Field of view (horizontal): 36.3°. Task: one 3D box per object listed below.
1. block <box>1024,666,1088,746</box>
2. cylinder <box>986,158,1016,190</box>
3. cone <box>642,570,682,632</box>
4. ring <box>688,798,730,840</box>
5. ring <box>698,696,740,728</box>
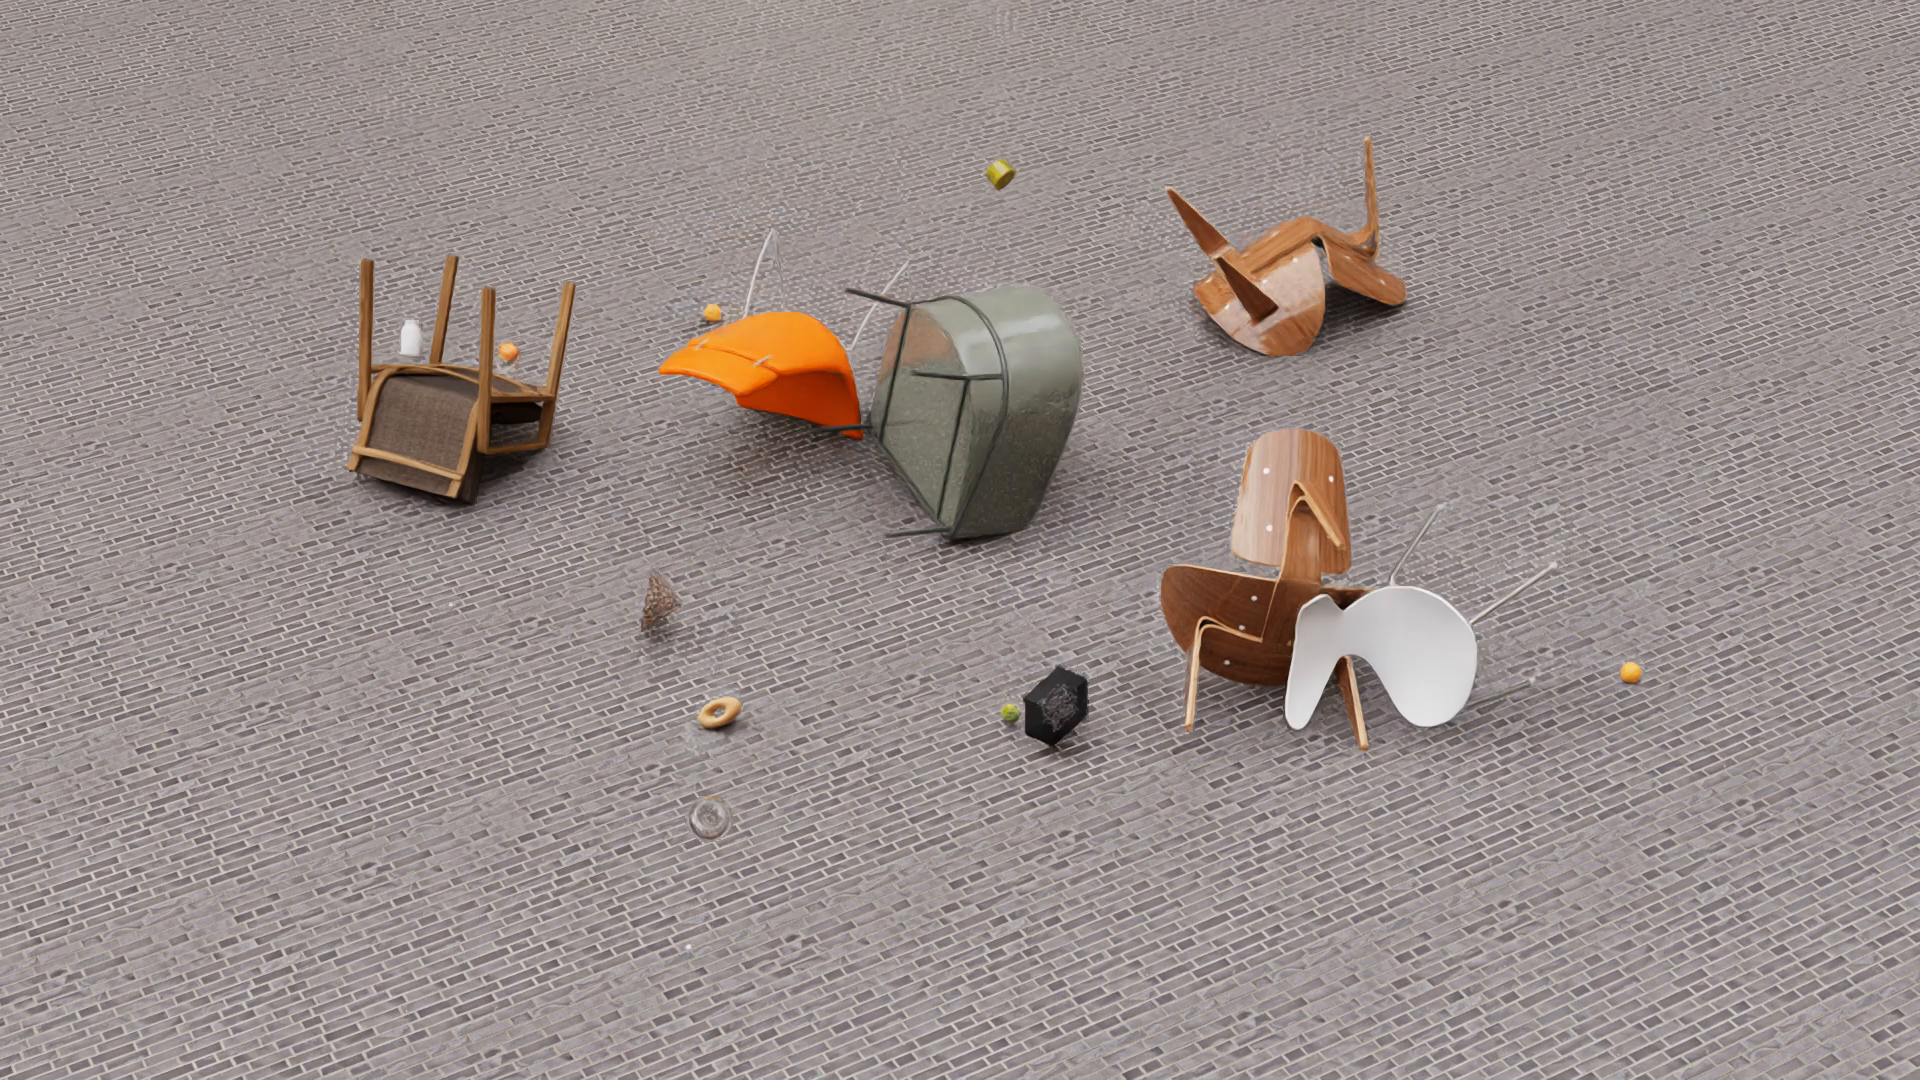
[{"bbox_3d":[0.322,0.557,9.812,0.114,0.161,0.197,22,44,31],"label":"block"},{"bbox_3d":[0.159,-1.440,11.544,0.094,0.105,0.065,-18,62,-43],"label":"cylinder"},{"bbox_3d":[-1.043,0.223,10.368,0.124,0.145,0.232,10,78,1],"label":"cone"},{"bbox_3d":[-0.782,0.869,9.140,0.133,0.050,0.150,26,47,-2],"label":"ring"},{"bbox_3d":[-0.817,0.585,9.956,0.161,0.091,0.060,-25,-9,13],"label":"ring"}]
